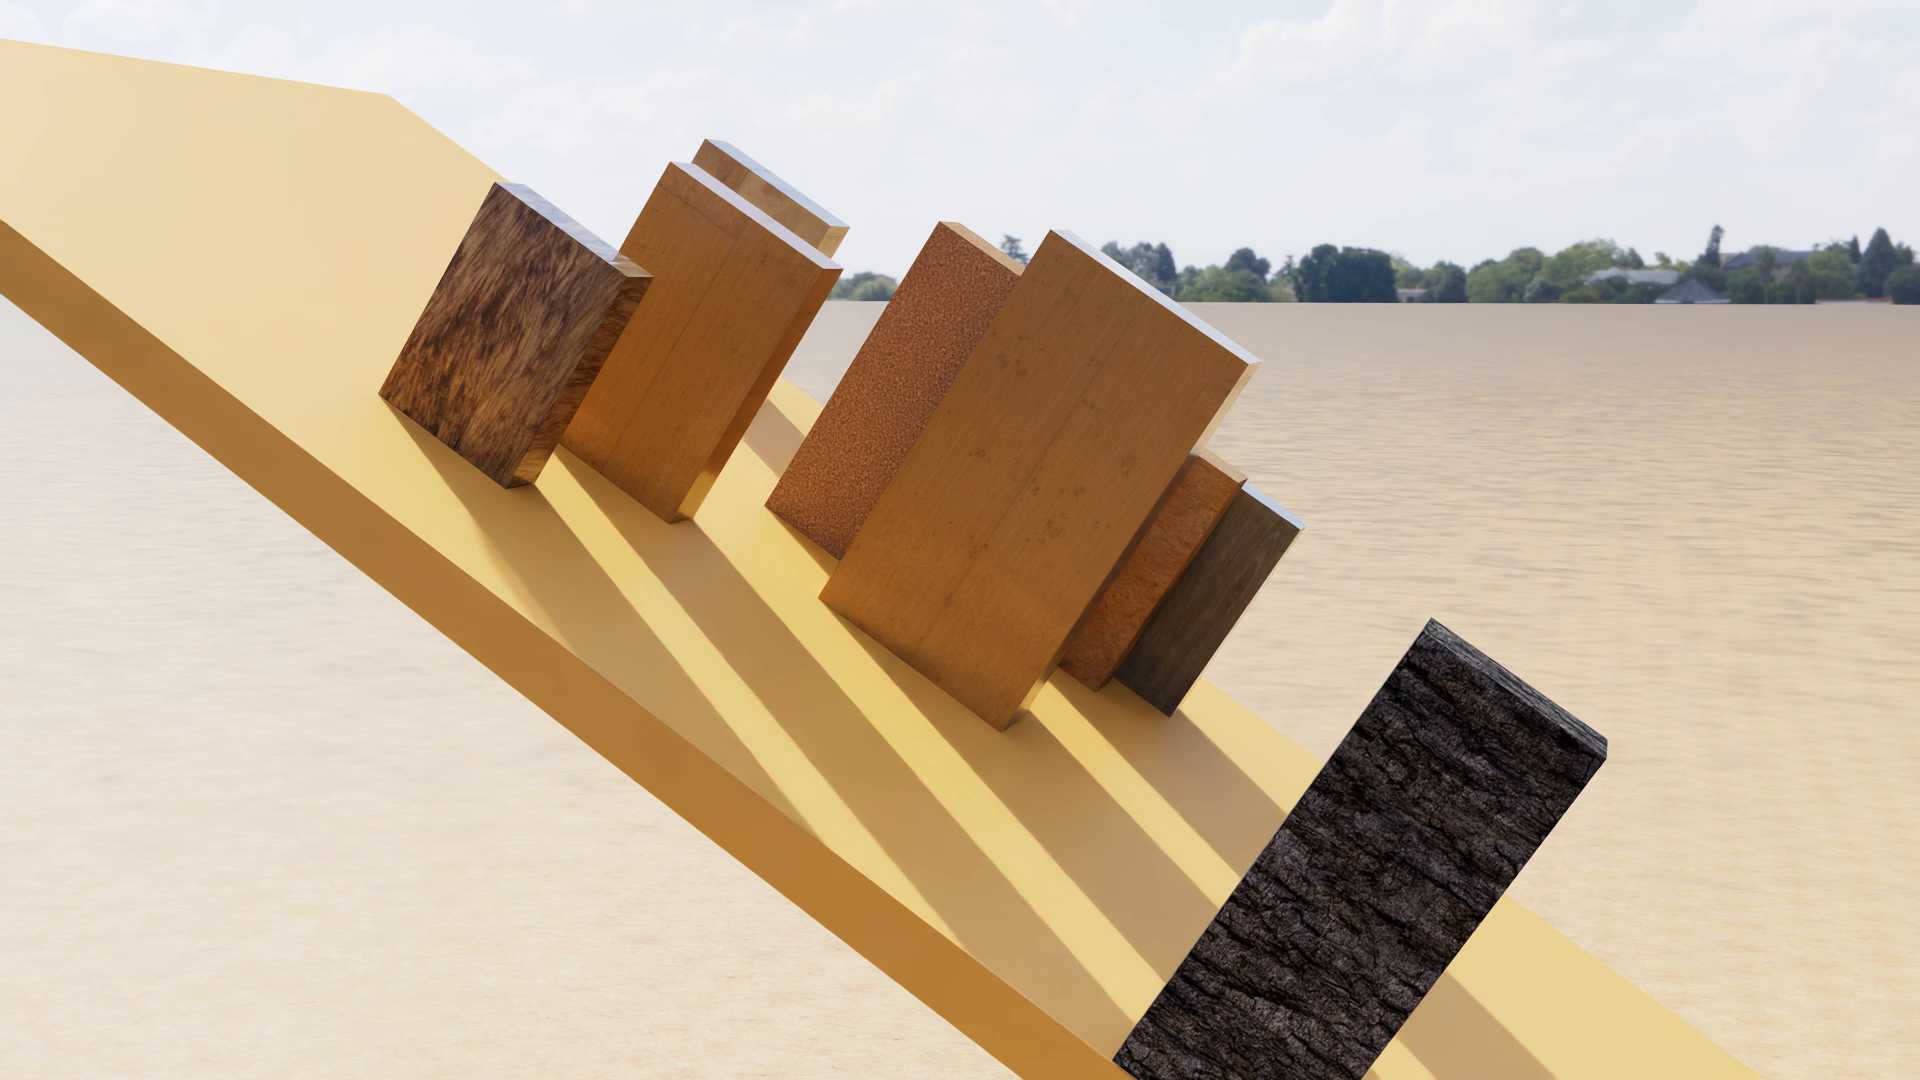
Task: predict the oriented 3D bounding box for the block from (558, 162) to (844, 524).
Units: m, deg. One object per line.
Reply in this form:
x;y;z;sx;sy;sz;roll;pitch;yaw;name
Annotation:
-0.490;-0.346;3.874;0.335;0.534;0.104;36;15;10;block

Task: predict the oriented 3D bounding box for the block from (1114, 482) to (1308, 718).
0.411;0.051;4.565;0.407;0.479;0.103;36;15;10;block

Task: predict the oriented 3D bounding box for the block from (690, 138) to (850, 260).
-0.510;-0.614;4.890;0.348;0.421;0.127;36;15;10;block

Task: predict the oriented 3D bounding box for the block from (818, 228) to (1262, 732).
0.134;-0.103;3.894;0.414;0.786;0.137;36;15;10;block

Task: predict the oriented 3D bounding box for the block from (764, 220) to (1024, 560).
-0.058;-0.242;4.203;0.331;0.650;0.131;36;15;10;block

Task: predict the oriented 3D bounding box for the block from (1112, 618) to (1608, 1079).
0.529;0.487;2.948;0.277;0.735;0.123;36;15;10;block

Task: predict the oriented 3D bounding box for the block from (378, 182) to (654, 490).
-0.728;-0.334;3.596;0.276;0.411;0.099;36;15;10;block

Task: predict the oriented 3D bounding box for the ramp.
-0.125;0.210;4.098;4.000;0.100;2.000;36;15;10;ramp

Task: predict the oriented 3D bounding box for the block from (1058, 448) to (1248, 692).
0.303;0.004;4.421;0.301;0.515;0.118;36;15;10;block
